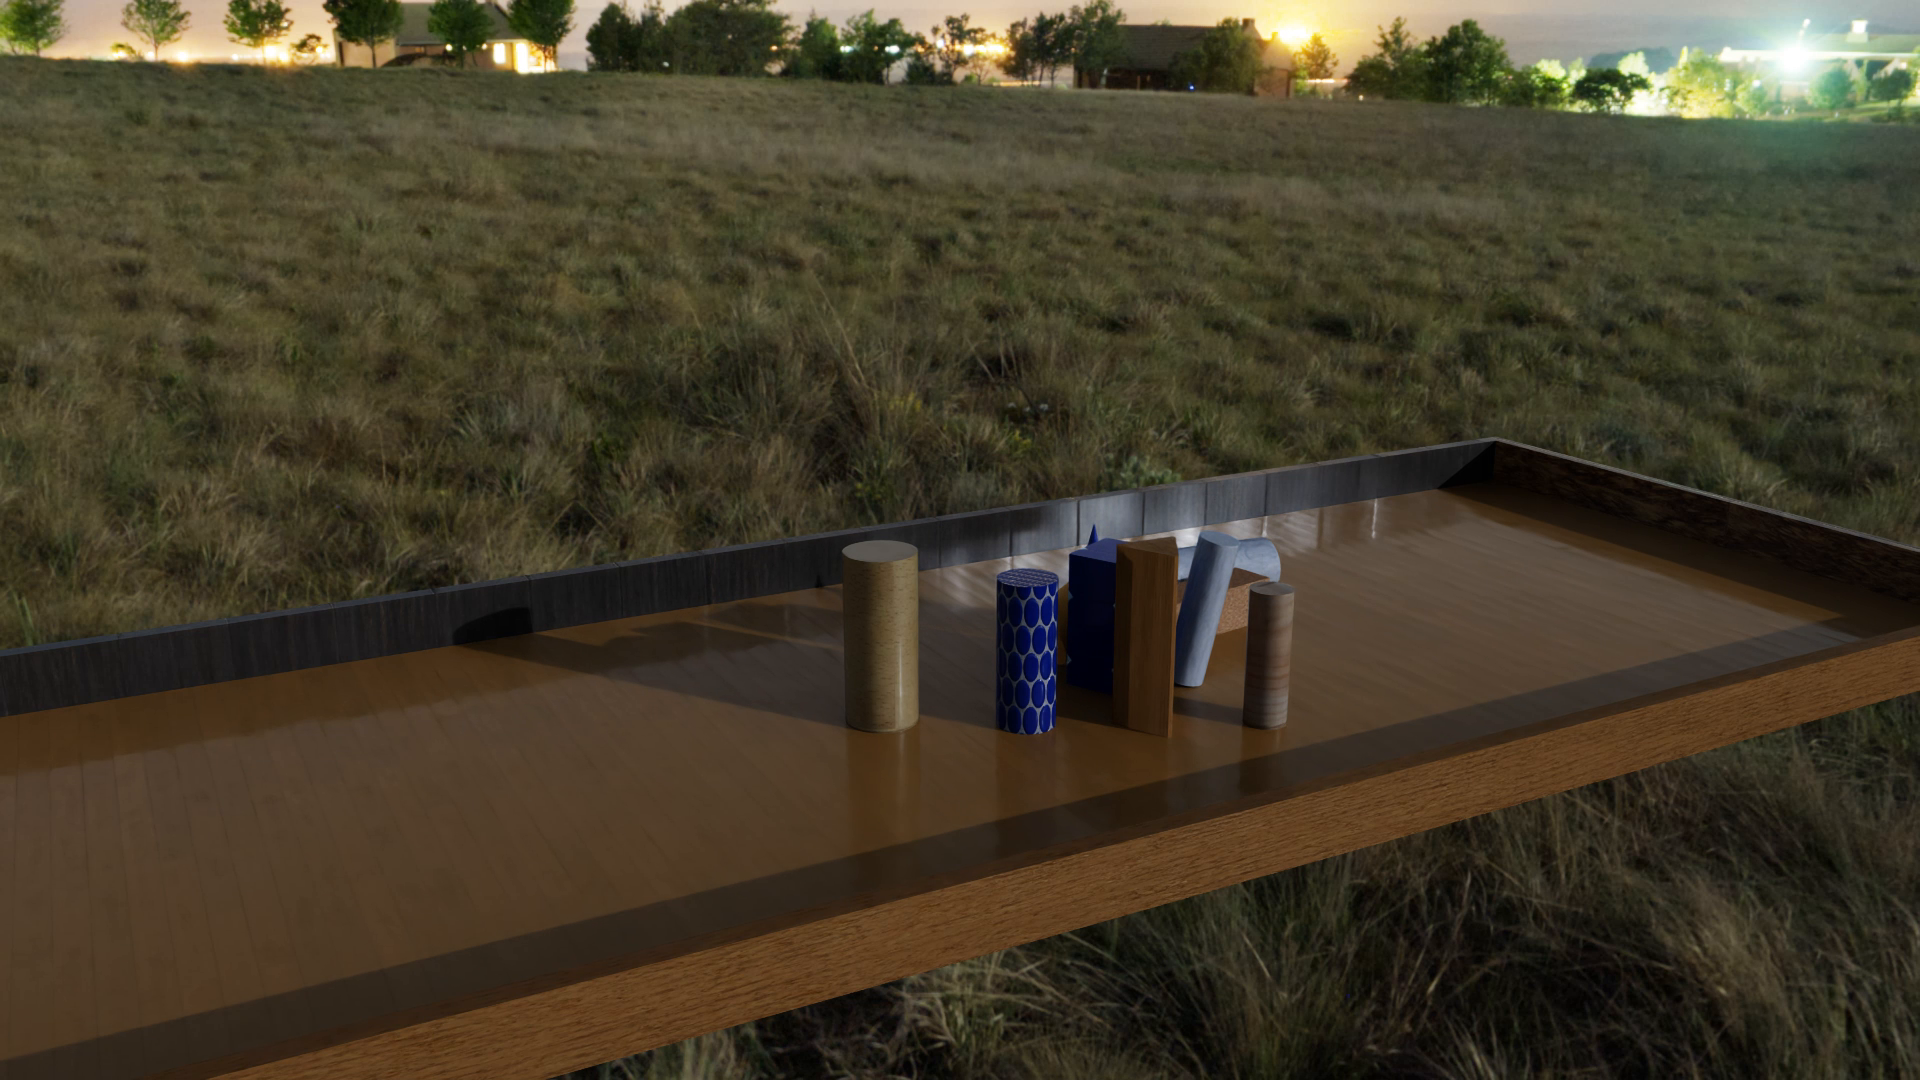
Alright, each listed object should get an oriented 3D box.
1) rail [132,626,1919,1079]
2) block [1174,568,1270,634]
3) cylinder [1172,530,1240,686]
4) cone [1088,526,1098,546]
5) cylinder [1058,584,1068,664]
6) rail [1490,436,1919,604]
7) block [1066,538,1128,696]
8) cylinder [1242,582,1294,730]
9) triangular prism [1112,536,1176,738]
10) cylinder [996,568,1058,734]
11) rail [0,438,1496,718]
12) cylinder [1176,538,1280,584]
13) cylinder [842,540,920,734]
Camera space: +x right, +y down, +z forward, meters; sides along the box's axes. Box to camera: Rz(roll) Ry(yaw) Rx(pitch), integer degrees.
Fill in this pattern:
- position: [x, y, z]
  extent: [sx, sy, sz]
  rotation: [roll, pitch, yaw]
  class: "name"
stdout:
- position: [-2.336, 1.006, 1.665]
  extent: [12.000, 0.150, 0.050]
  rotation: [-9, 18, -27]
  class: "rail"
- position: [0.663, 0.185, 4.509]
  extent: [0.400, 0.123, 0.123]
  rotation: [-13, 21, -37]
  class: "block"
- position: [0.597, 0.171, 4.082]
  extent: [0.101, 0.378, 0.101]
  rotation: [10, 19, -4]
  class: "cylinder"
- position: [0.358, 0.104, 4.448]
  extent: [0.164, 0.312, 0.164]
  rotation: [0, 16, 0]
  class: "cone"
- position: [0.347, 0.162, 4.303]
  extent: [0.349, 0.160, 0.160]
  rotation: [-35, 32, -24]
  class: "cylinder"
- position: [2.466, -0.048, 5.253]
  extent: [0.050, 0.150, 2.100]
  rotation: [-9, 18, -27]
  class: "rail"
- position: [0.388, 0.192, 4.098]
  extent: [0.174, 0.341, 0.174]
  rotation: [12, 20, 34]
  class: "block"
- position: [0.719, 0.270, 3.849]
  extent: [0.104, 0.331, 0.104]
  rotation: [0, 16, 0]
  class: "cylinder"
- position: [0.459, 0.218, 3.838]
  extent: [0.155, 0.438, 0.134]
  rotation: [11, 20, 33]
  class: "triangular prism"
- position: [0.155, 0.258, 3.839]
  extent: [0.143, 0.359, 0.143]
  rotation: [0, 16, 0]
  class: "cylinder"
- position: [-3.305, 0.497, 3.399]
  extent: [12.000, 0.150, 0.050]
  rotation: [-9, 18, -27]
  class: "rail"
- position: [0.717, 0.093, 4.755]
  extent: [0.383, 0.161, 0.161]
  rotation: [-7, 18, -22]
  class: "cylinder"
- position: [-0.184, 0.225, 3.852]
  extent: [0.175, 0.416, 0.175]
  rotation: [0, 16, 0]
  class: "cylinder"
